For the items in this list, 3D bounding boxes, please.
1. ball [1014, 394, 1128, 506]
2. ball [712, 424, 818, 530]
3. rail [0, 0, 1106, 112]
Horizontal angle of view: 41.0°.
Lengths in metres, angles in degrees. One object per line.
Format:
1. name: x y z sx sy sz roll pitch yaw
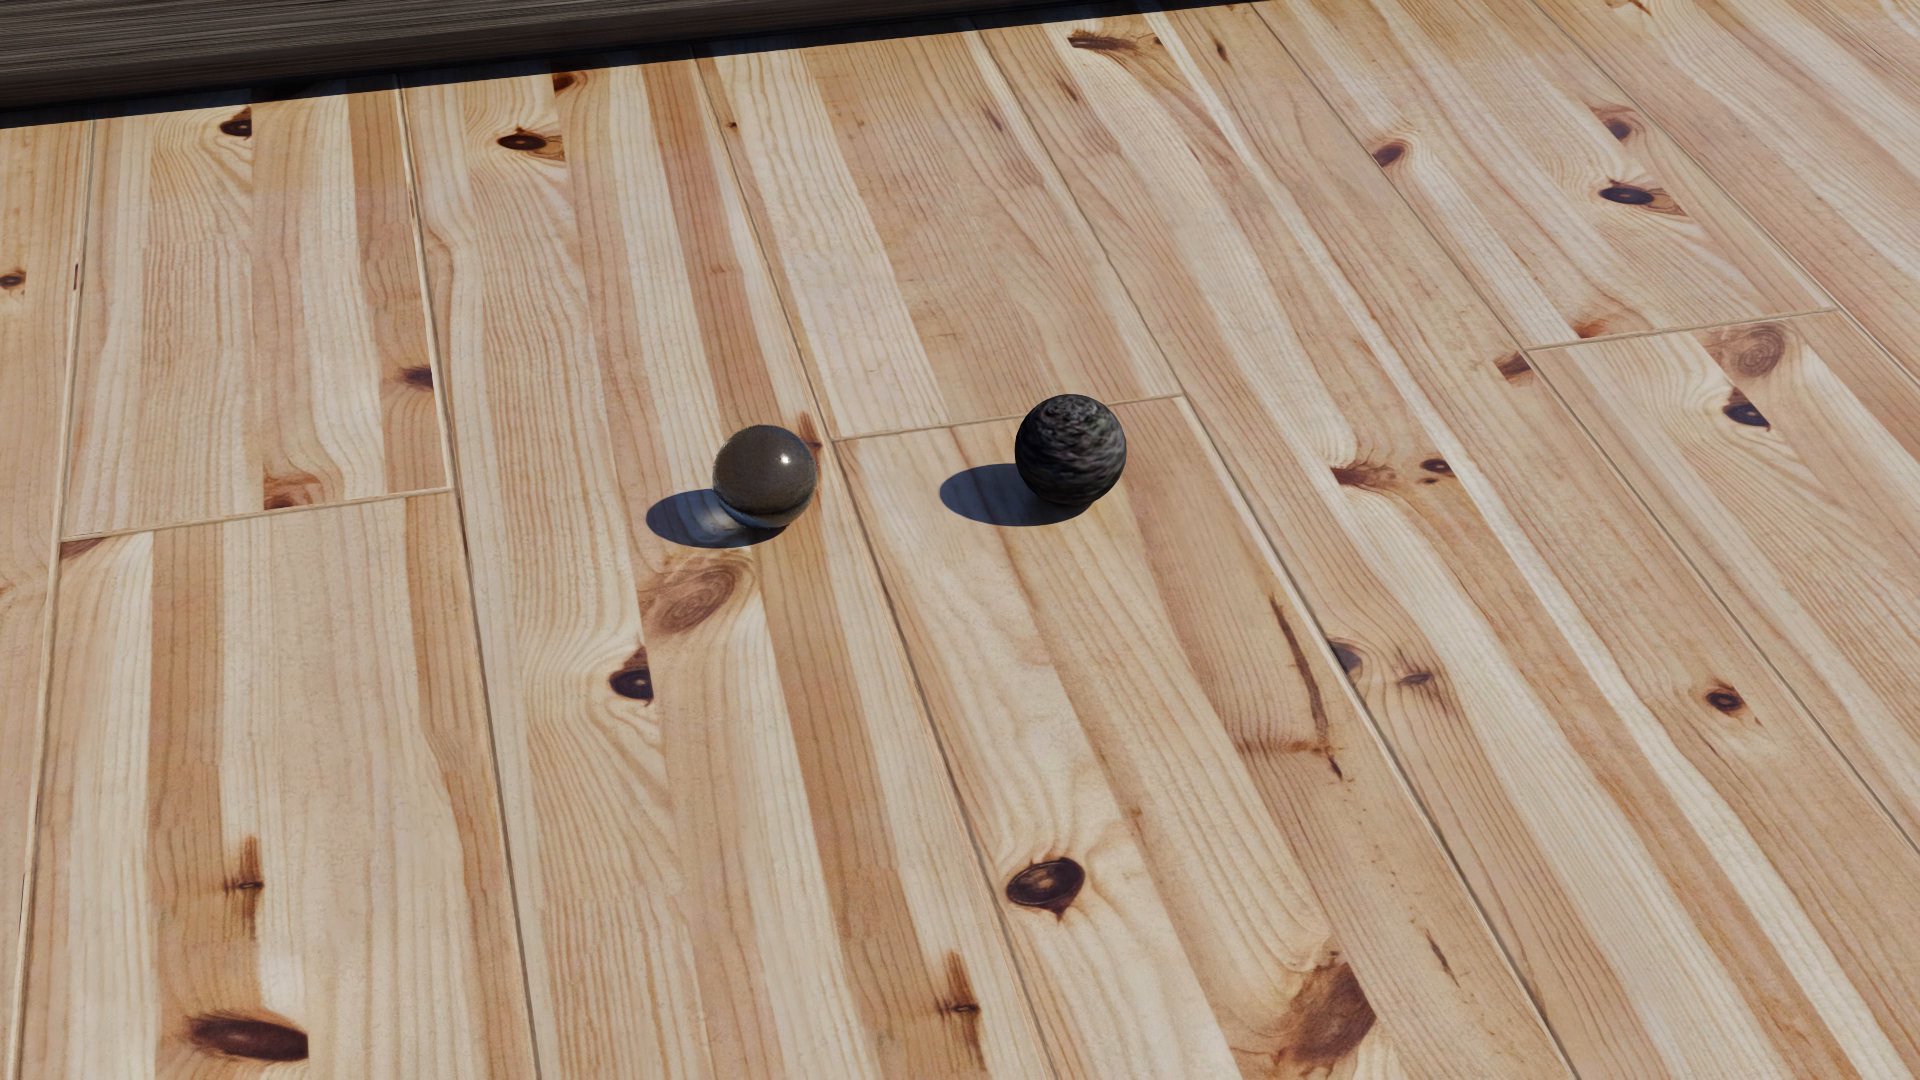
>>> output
1. ball: 0.071 -0.058 1.655 0.073 0.073 0.073 0 36 0
2. ball: -0.124 -0.040 1.635 0.067 0.067 0.067 0 36 0
3. rail: 0.530 -0.565 2.333 2.936 0.097 0.045 -8 37 -11
